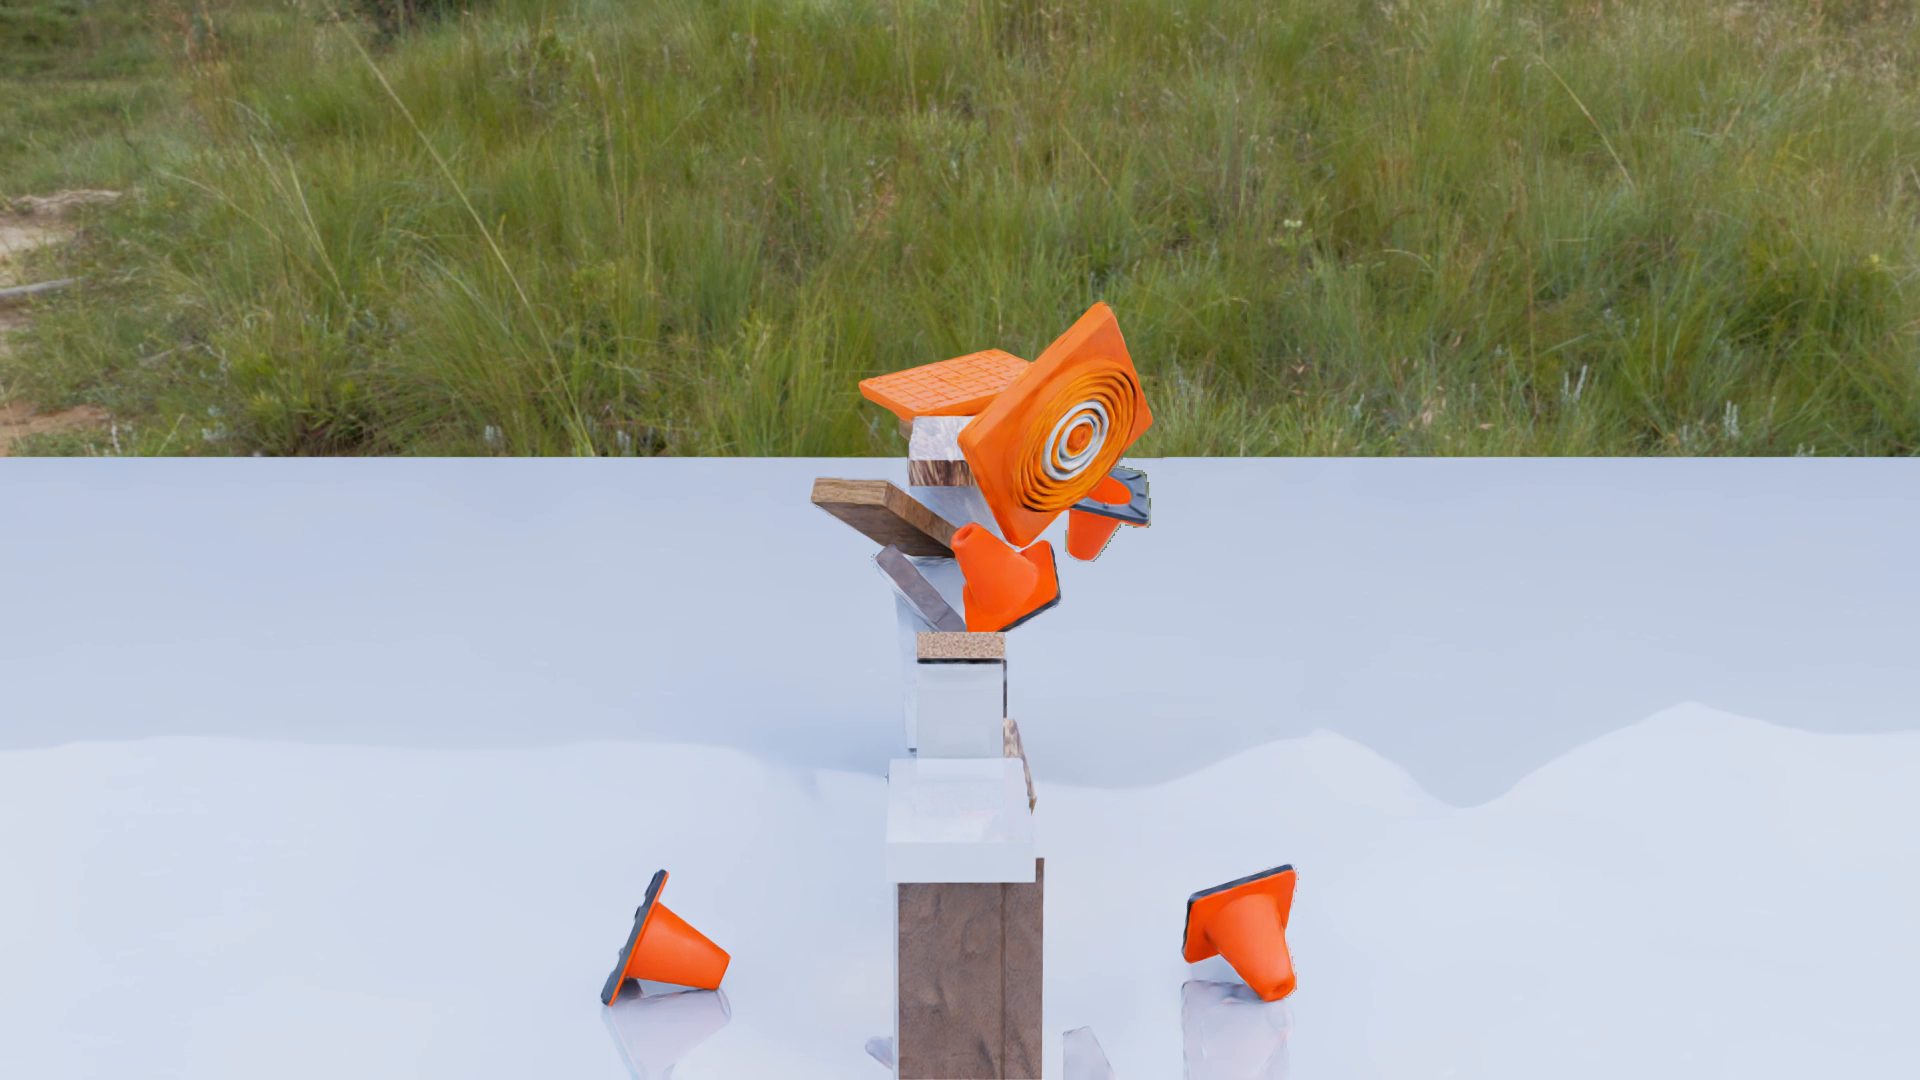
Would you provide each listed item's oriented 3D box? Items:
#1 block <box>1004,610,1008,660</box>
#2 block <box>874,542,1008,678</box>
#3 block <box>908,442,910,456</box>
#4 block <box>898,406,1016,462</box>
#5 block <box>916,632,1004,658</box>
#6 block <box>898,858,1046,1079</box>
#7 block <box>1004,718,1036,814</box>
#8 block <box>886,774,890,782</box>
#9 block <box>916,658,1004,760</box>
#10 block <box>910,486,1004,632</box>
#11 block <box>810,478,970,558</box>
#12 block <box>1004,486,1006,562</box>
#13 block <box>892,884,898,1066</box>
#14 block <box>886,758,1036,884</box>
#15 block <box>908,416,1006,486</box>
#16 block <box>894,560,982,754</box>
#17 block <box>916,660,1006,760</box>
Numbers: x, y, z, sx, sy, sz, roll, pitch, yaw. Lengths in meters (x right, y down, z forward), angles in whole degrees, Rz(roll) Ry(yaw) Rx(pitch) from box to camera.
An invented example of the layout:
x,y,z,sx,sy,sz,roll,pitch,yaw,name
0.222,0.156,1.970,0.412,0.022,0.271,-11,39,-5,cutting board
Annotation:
x,y,z,sx,sy,sz,roll,pitch,yaw,name
0.003,0.162,4.066,0.162,0.046,0.325,0,11,0,block
-0.032,0.132,3.674,0.040,0.283,0.141,-42,-8,-6,block
-0.014,0.126,4.426,0.153,0.677,0.043,-2,-14,-3,block
-0.009,-0.209,4.414,0.153,0.043,0.306,-6,17,-16,block
-0.001,0.158,3.269,0.125,0.035,0.250,0,-4,-1,block
0.014,0.576,2.757,0.180,0.359,0.051,1,9,4,block
0.053,0.363,3.594,0.108,0.030,0.215,7,30,-14,block
-0.039,0.476,3.628,0.108,0.215,0.030,-16,3,6,block
0.001,0.349,3.219,0.125,0.353,0.035,0,11,0,block
-0.006,0.105,3.851,0.162,0.483,0.046,-1,-10,7,block
-0.115,-0.035,3.709,0.141,0.040,0.283,3,-17,31,block
-0.001,-0.005,3.948,0.162,0.323,0.046,1,5,7,block
0.000,0.535,2.979,0.180,0.359,0.051,0,11,0,block
-0.002,0.355,2.821,0.180,0.051,0.359,0,10,-1,block
-0.002,-0.157,3.803,0.162,0.046,0.323,-1,16,1,block
-0.031,0.199,3.770,0.141,0.318,0.040,-7,-18,3,block
0.003,0.364,3.994,0.162,0.325,0.046,0,11,0,block
